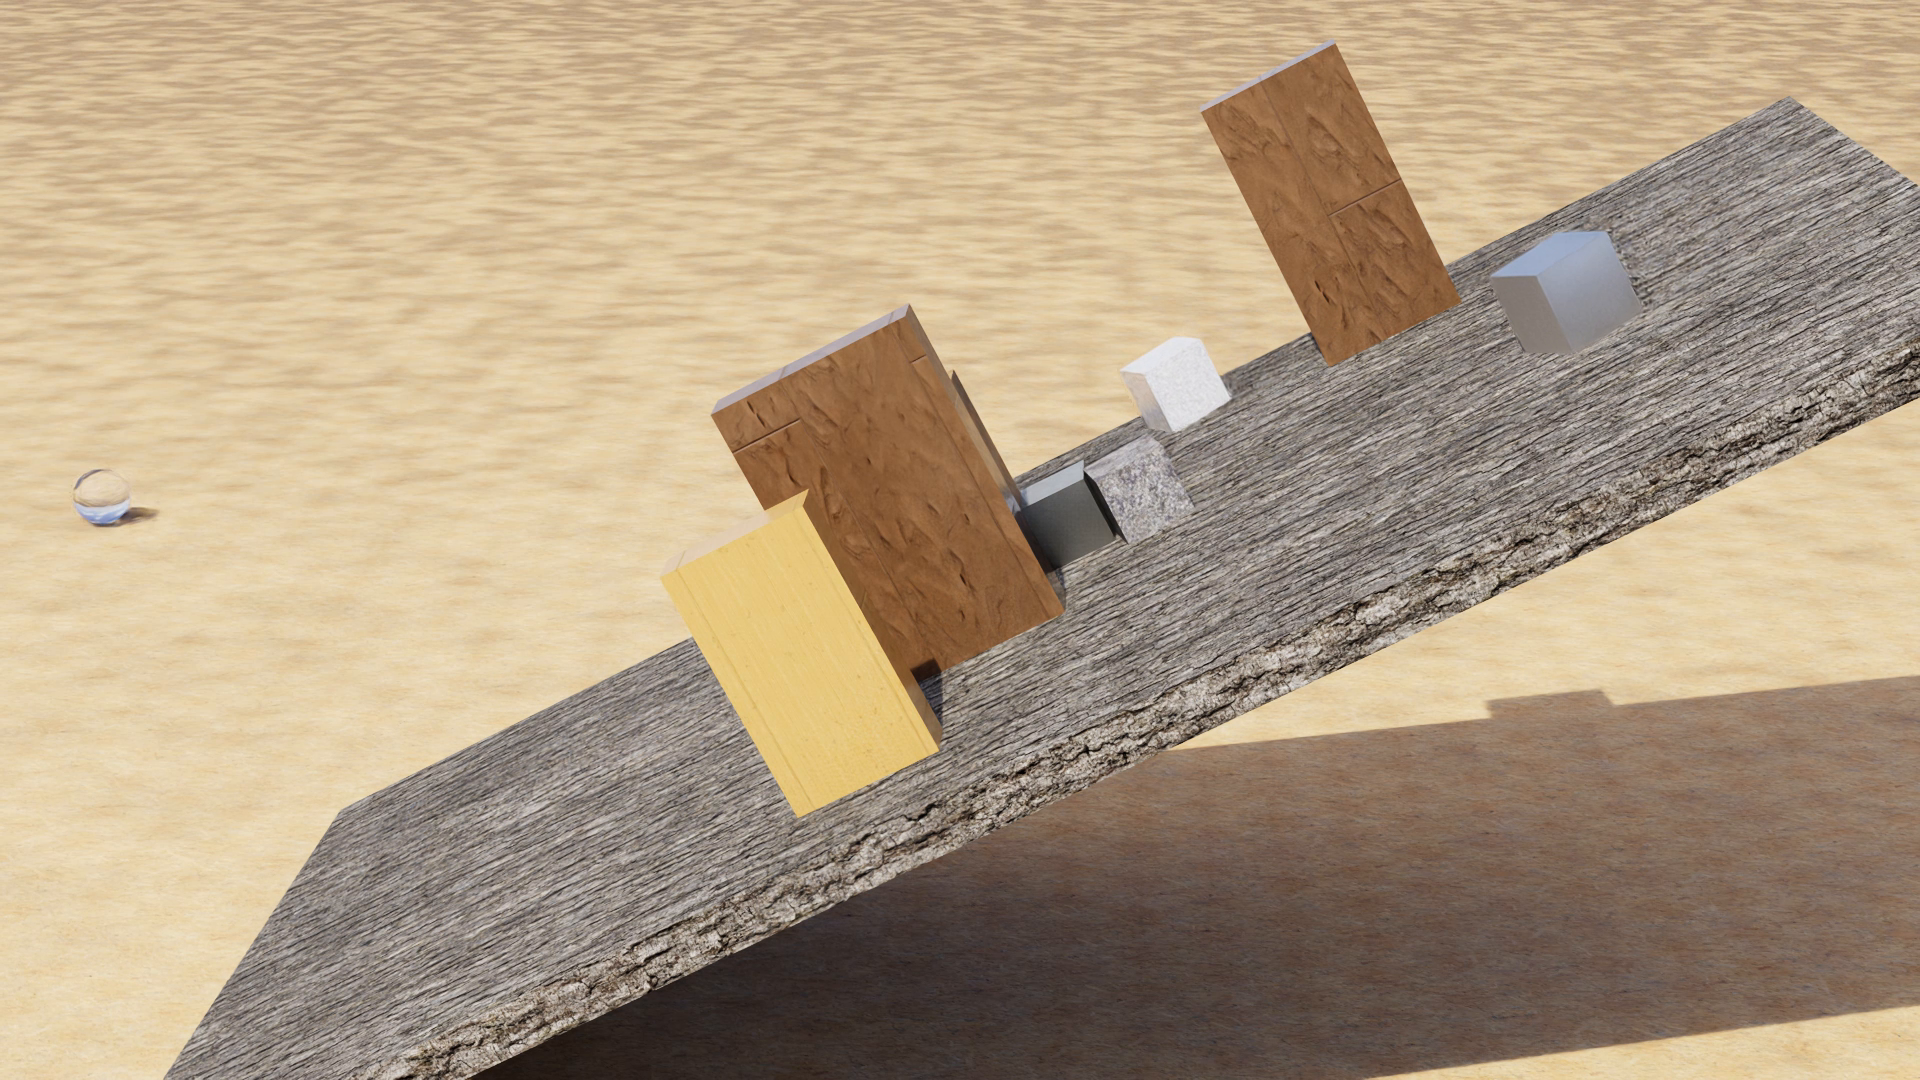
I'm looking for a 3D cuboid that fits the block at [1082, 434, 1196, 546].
[{"bbox_3d":[0.380,-0.107,6.252,0.159,0.159,0.159,-29,14,-2],"label":"block"}]

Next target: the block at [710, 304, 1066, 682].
[{"bbox_3d":[-0.140,-0.070,6.012,0.445,0.694,0.119,-26,14,10],"label":"block"}]

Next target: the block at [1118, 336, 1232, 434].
[{"bbox_3d":[0.505,-0.365,6.922,0.162,0.162,0.162,-32,14,-12],"label":"block"}]

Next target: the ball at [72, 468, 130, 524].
[{"bbox_3d":[-3.004,-0.152,10.291,0.196,0.196,0.196,0,17,0],"label":"ball"}]

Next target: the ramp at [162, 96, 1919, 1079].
[{"bbox_3d":[0.140,0.167,6.281,4.000,0.100,2.000,-26,14,10],"label":"ramp"}]

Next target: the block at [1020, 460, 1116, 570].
[{"bbox_3d":[0.234,-0.054,6.357,0.153,0.153,0.153,-26,14,10],"label":"block"}]

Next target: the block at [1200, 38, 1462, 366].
[{"bbox_3d":[0.837,-0.757,6.636,0.332,0.656,0.081,-26,14,10],"label":"block"}]

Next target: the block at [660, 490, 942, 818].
[{"bbox_3d":[-0.299,0.218,5.609,0.308,0.543,0.118,-26,14,10],"label":"block"}]

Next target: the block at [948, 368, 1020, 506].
[{"bbox_3d":[-0.018,-0.098,6.349,0.248,0.468,0.118,-26,14,10],"label":"block"}]

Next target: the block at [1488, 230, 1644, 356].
[{"bbox_3d":[1.225,-0.499,5.948,0.182,0.182,0.182,-32,14,-15],"label":"block"}]
